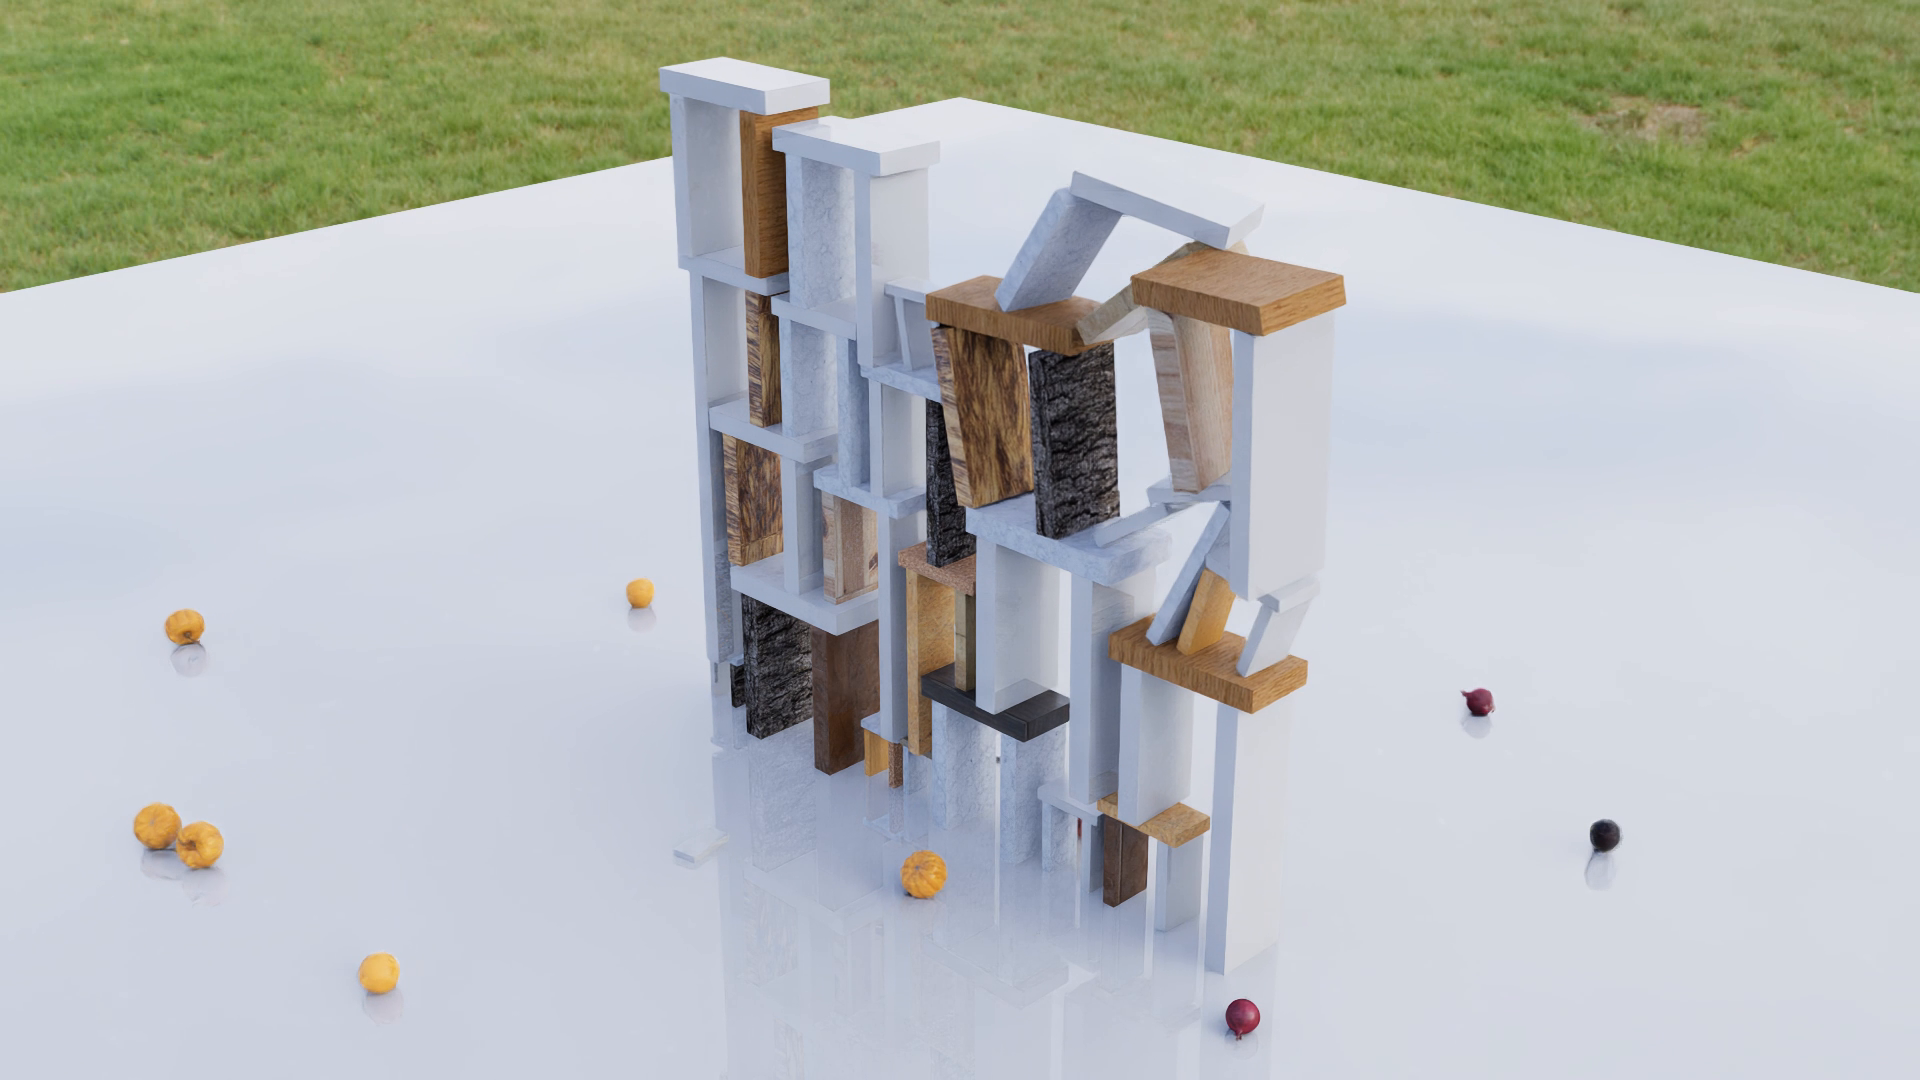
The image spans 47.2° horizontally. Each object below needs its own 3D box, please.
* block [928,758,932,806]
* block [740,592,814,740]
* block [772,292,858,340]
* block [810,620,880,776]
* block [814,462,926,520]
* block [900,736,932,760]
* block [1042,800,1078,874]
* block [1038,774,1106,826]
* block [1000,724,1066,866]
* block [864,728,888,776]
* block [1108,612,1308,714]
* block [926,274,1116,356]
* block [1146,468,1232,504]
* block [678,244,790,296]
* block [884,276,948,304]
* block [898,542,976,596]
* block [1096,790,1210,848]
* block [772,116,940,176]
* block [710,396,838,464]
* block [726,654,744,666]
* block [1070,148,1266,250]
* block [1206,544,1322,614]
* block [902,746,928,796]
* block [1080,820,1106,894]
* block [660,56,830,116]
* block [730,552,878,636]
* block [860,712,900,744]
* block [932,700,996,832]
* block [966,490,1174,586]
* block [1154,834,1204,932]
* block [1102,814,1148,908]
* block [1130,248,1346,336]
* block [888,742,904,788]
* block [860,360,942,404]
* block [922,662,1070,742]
[{"bbox_3d":[-0.039,0.485,4.475,0.055,0.111,0.016,-20,30,-39],"label":"block"},{"bbox_3d":[-0.387,0.248,4.749,0.167,0.334,0.047,-21,31,-41],"label":"block"},{"bbox_3d":[-0.242,-0.446,4.296,0.246,0.035,0.123,21,31,41],"label":"block"},{"bbox_3d":[-0.230,0.310,4.604,0.047,0.334,0.167,21,31,41],"label":"block"},{"bbox_3d":[-0.165,-0.106,4.368,0.121,0.034,0.243,-21,31,-41],"label":"block"},{"bbox_3d":[-0.065,0.417,4.475,0.055,0.016,0.111,-21,30,-40],"label":"block"},{"bbox_3d":[0.193,0.560,4.245,0.022,0.152,0.076,21,31,41],"label":"block"},{"bbox_3d":[0.229,0.494,4.178,0.152,0.022,0.076,21,31,41],"label":"block"},{"bbox_3d":[0.141,0.478,4.274,0.140,0.281,0.040,-21,31,-40],"label":"block"},{"bbox_3d":[-0.174,0.435,4.597,0.015,0.109,0.054,21,31,41],"label":"block"},{"bbox_3d":[0.431,0.208,3.843,0.315,0.045,0.157,21,30,40],"label":"block"},{"bbox_3d":[0.118,-0.406,3.948,0.334,0.047,0.167,18,29,37],"label":"block"},{"bbox_3d":[0.419,-0.093,3.695,0.194,0.028,0.097,-1,20,45],"label":"block"},{"bbox_3d":[-0.429,-0.557,4.457,0.141,0.040,0.283,-21,31,-40],"label":"block"},{"bbox_3d":[-0.065,-0.462,4.088,0.140,0.020,0.070,19,29,38],"label":"block"},{"bbox_3d":[-0.010,0.050,4.251,0.104,0.029,0.208,-21,30,-40],"label":"block"},{"bbox_3d":[0.356,0.503,4.048,0.096,0.027,0.193,-20,30,-40],"label":"block"},{"bbox_3d":[-0.196,-0.740,4.118,0.151,0.043,0.301,-21,31,-40],"label":"block"},{"bbox_3d":[-0.363,-0.233,4.521,0.296,0.042,0.148,21,31,41],"label":"block"},{"bbox_3d":[-0.509,0.249,4.882,0.106,0.015,0.053,21,31,40],"label":"block"},{"bbox_3d":[0.343,-0.567,3.641,0.288,0.041,0.144,24,34,21],"label":"block"},{"bbox_3d":[0.502,0.056,3.646,0.091,0.026,0.182,-23,37,-27],"label":"block"},{"bbox_3d":[-0.091,0.465,4.523,0.016,0.111,0.055,21,31,41],"label":"block"},{"bbox_3d":[0.264,0.588,4.179,0.022,0.152,0.076,21,31,41],"label":"block"},{"bbox_3d":[-0.423,-0.890,4.301,0.162,0.046,0.324,-21,31,-40],"label":"block"},{"bbox_3d":[-0.308,0.103,4.602,0.167,0.047,0.334,-21,31,-41],"label":"block"},{"bbox_3d":[-0.148,0.388,4.549,0.109,0.015,0.054,21,31,41],"label":"block"},{"bbox_3d":[0.009,0.427,4.394,0.040,0.281,0.140,21,31,41],"label":"block"},{"bbox_3d":[0.197,-0.014,4.010,0.175,0.050,0.351,-21,31,-40],"label":"block"},{"bbox_3d":[0.404,0.619,4.055,0.096,0.193,0.027,-19,29,-38],"label":"block"},{"bbox_3d":[0.313,0.585,4.135,0.027,0.193,0.096,21,31,40],"label":"block"},{"bbox_3d":[0.429,-0.389,3.418,0.163,0.046,0.327,-22,24,-26],"label":"block"},{"bbox_3d":[-0.123,0.455,4.549,0.015,0.109,0.054,21,31,41],"label":"block"},{"bbox_3d":[-0.066,-0.313,4.166,0.118,0.033,0.236,-21,31,-40],"label":"block"},{"bbox_3d":[0.072,0.305,4.271,0.140,0.040,0.281,-21,31,-40],"label":"block"}]
